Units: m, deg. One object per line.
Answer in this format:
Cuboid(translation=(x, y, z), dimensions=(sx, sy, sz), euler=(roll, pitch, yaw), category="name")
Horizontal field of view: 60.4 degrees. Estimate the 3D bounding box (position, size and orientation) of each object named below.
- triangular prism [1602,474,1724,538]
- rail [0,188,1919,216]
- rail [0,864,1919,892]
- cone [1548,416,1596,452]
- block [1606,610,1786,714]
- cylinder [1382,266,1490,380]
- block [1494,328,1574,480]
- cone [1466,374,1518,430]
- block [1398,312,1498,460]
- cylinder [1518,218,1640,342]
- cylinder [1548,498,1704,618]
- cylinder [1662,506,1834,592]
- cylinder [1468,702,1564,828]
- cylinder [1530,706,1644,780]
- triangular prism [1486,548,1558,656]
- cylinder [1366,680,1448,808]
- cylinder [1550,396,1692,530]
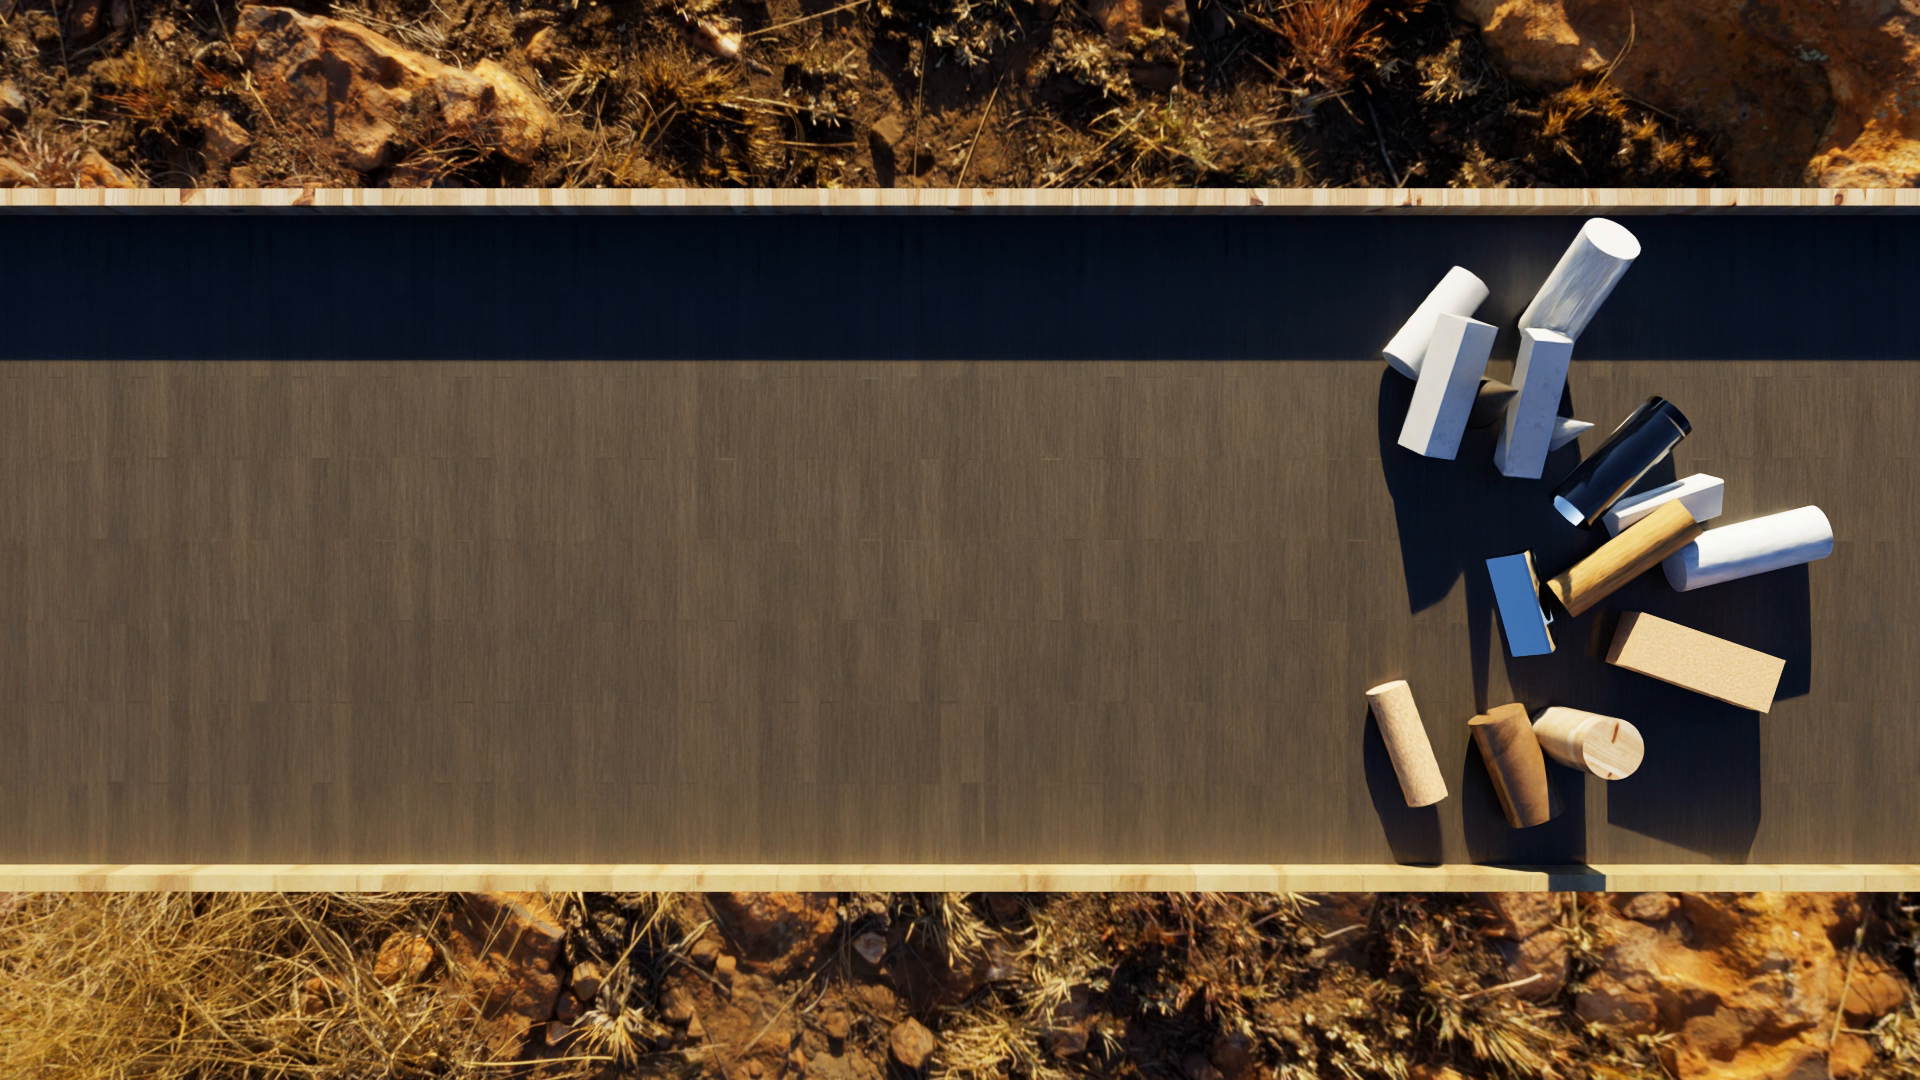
Cuboid(translation=(2.134, -0.106, 4.994), dimensions=(0.331, 0.122, 0.140), euler=(-19, 71, 0), category="triangular prism")
Cuboid(translation=(-2.247, -1.025, 5.002), dimensions=(12.000, 0.150, 0.050), euler=(0, 90, 0), category="rail")
Cuboid(translation=(-2.247, 1.025, 5.001), dimensions=(12.000, 0.150, 0.050), euler=(0, 90, 0), category="rail")
Cuboid(translation=(1.813, -0.329, 4.891), dimensions=(0.114, 0.372, 0.114), euler=(0, 90, 0), category="cone")
Cuboid(translation=(2.222, 0.367, 4.994), dimensions=(0.443, 0.166, 0.166), euler=(19, 90, 0), category="block")
Cuboid(translation=(1.443, -0.657, 5.007), dimensions=(0.139, 0.139, 0.334), euler=(40, 90, 0), category="cylinder")
Cuboid(translation=(1.712, -0.407, 4.933), dimensions=(0.114, 0.114, 0.431), euler=(5, 115, 0), category="block")
Cuboid(translation=(1.589, -0.426, 4.880), dimensions=(0.170, 0.393, 0.170), euler=(0, 90, 0), category="cone")
Cuboid(translation=(1.459, -0.460, 4.940), dimensions=(0.124, 0.124, 0.412), euler=(5, 108, -28), category="block")
Cuboid(translation=(1.826, -0.746, 4.877), dimensions=(0.172, 0.383, 0.172), euler=(9, 49, -11), category="cylinder")
Cuboid(translation=(1.995, 0.056, 4.955), dimensions=(0.442, 0.132, 0.132), euler=(-37, 90, 15), category="cylinder")
Cuboid(translation=(2.379, 0.027, 4.995), dimensions=(0.449, 0.163, 0.163), euler=(-13, 90, 0), category="cylinder")
Cuboid(translation=(1.684, 0.682, 4.991), dimensions=(0.170, 0.170, 0.335), euler=(-22, 90, 0), category="cylinder")
Cuboid(translation=(1.836, 0.592, 4.858), dimensions=(0.173, 0.434, 0.173), euler=(0, 89, -1), category="cylinder")
Cuboid(translation=(1.730, 0.190, 5.009), dimensions=(0.148, 0.128, 0.310), euler=(-16, 90, 0), category="triangular prism")
Cuboid(translation=(1.360, 0.618, 5.015), dimensions=(0.124, 0.124, 0.365), euler=(-20, 90, 0), category="cylinder")
Cuboid(translation=(1.999, -0.232, 4.997), dimensions=(0.425, 0.159, 0.159), euler=(-44, 90, 0), category="cylinder")
